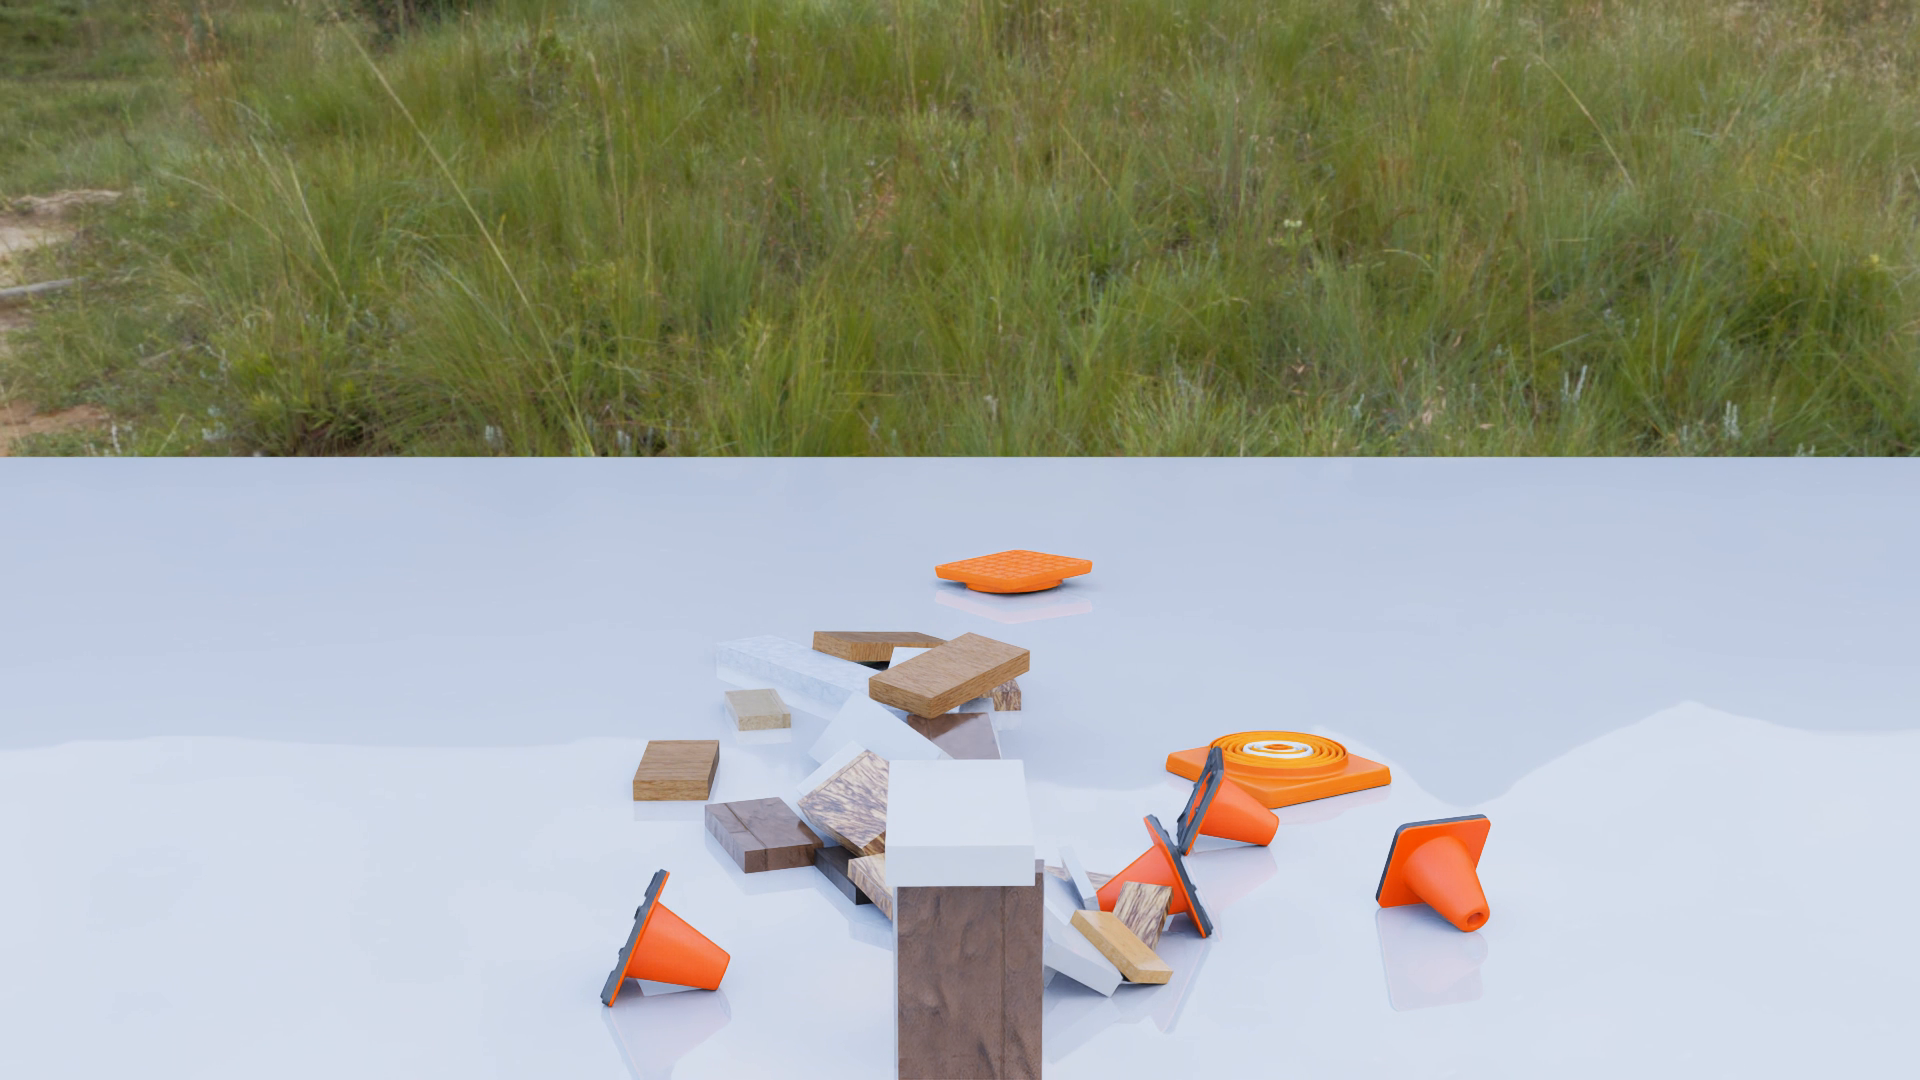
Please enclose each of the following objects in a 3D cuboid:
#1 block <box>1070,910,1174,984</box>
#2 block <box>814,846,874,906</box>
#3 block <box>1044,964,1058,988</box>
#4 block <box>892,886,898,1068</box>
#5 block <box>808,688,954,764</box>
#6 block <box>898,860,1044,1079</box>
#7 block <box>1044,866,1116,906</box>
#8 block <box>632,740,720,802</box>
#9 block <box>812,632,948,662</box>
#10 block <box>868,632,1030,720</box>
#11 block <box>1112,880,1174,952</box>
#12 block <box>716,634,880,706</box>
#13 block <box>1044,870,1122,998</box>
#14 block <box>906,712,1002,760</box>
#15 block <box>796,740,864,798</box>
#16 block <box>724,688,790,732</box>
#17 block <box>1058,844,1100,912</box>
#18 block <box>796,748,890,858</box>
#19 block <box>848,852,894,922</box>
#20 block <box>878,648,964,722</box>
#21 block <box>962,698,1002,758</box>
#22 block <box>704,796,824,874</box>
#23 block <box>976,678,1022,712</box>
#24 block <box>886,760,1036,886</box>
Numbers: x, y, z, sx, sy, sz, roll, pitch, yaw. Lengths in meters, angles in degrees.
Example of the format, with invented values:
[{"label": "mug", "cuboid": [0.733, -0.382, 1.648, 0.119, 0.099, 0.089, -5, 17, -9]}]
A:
[{"label": "block", "cuboid": [0.242, 0.611, 3.308, 0.078, 0.022, 0.157, 12, 19, -42]}, {"label": "block", "cuboid": [-0.162, 0.564, 3.728, 0.108, 0.030, 0.215, -4, 11, -22]}, {"label": "block", "cuboid": [0.036, 0.596, 3.345, 0.125, 0.035, 0.250, 39, -10, -29]}, {"label": "block", "cuboid": [0.000, 0.536, 2.973, 0.180, 0.359, 0.051, 0, 12, -1]}, {"label": "block", "cuboid": [-0.152, 0.415, 4.189, 0.046, 0.162, 0.483, 39, -6, -23]}, {"label": "block", "cuboid": [0.014, 0.577, 2.753, 0.180, 0.359, 0.051, 1, 11, 4]}, {"label": "block", "cuboid": [0.140, 0.575, 3.665, 0.215, 0.030, 0.108, 5, 11, 23]}, {"label": "block", "cuboid": [-0.554, 0.450, 4.313, 0.141, 0.040, 0.283, 0, 11, -2]}, {"label": "block", "cuboid": [-0.181, 0.253, 5.246, 0.306, 0.043, 0.153, 2, 7, -39]}, {"label": "block", "cuboid": [-0.019, 0.275, 4.499, 0.162, 0.046, 0.323, 15, 24, 36]}, {"label": "block", "cuboid": [0.273, 0.595, 3.402, 0.078, 0.022, 0.157, 4, 37, 20]}, {"label": "block", "cuboid": [-0.321, 0.309, 5.062, 0.153, 0.043, 0.677, -8, 13, -36]}, {"label": "block", "cuboid": [0.146, 0.583, 3.377, 0.125, 0.035, 0.353, 30, 7, -16]}, {"label": "block", "cuboid": [-0.009, 0.421, 4.224, 0.162, 0.046, 0.325, -2, 20, -6]}, {"label": "block", "cuboid": [-0.188, 0.466, 4.027, 0.141, 0.040, 0.318, -39, 22, -11]}, {"label": "block", "cuboid": [-0.441, 0.368, 4.779, 0.112, 0.032, 0.223, -3, 11, -13]}, {"label": "block", "cuboid": [0.195, 0.561, 3.516, 0.022, 0.078, 0.157, -17, 26, -6]}, {"label": "block", "cuboid": [-0.156, 0.465, 3.838, 0.162, 0.046, 0.323, -36, 20, -15]}, {"label": "block", "cuboid": [-0.086, 0.572, 3.575, 0.108, 0.030, 0.215, -7, 23, -28]}, {"label": "block", "cuboid": [-0.072, 0.307, 4.545, 0.162, 0.046, 0.325, 2, 20, 4]}, {"label": "block", "cuboid": [-0.006, 0.403, 4.411, 0.162, 0.046, 0.325, 0, 20, -3]}, {"label": "block", "cuboid": [-0.352, 0.523, 3.918, 0.141, 0.040, 0.283, -4, 11, -20]}, {"label": "block", "cuboid": [0.042, 0.327, 4.967, 0.153, 0.043, 0.306, -1, 11, -6]}, {"label": "block", "cuboid": [-0.003, 0.357, 2.814, 0.180, 0.051, 0.359, 0, 11, -1]}]
